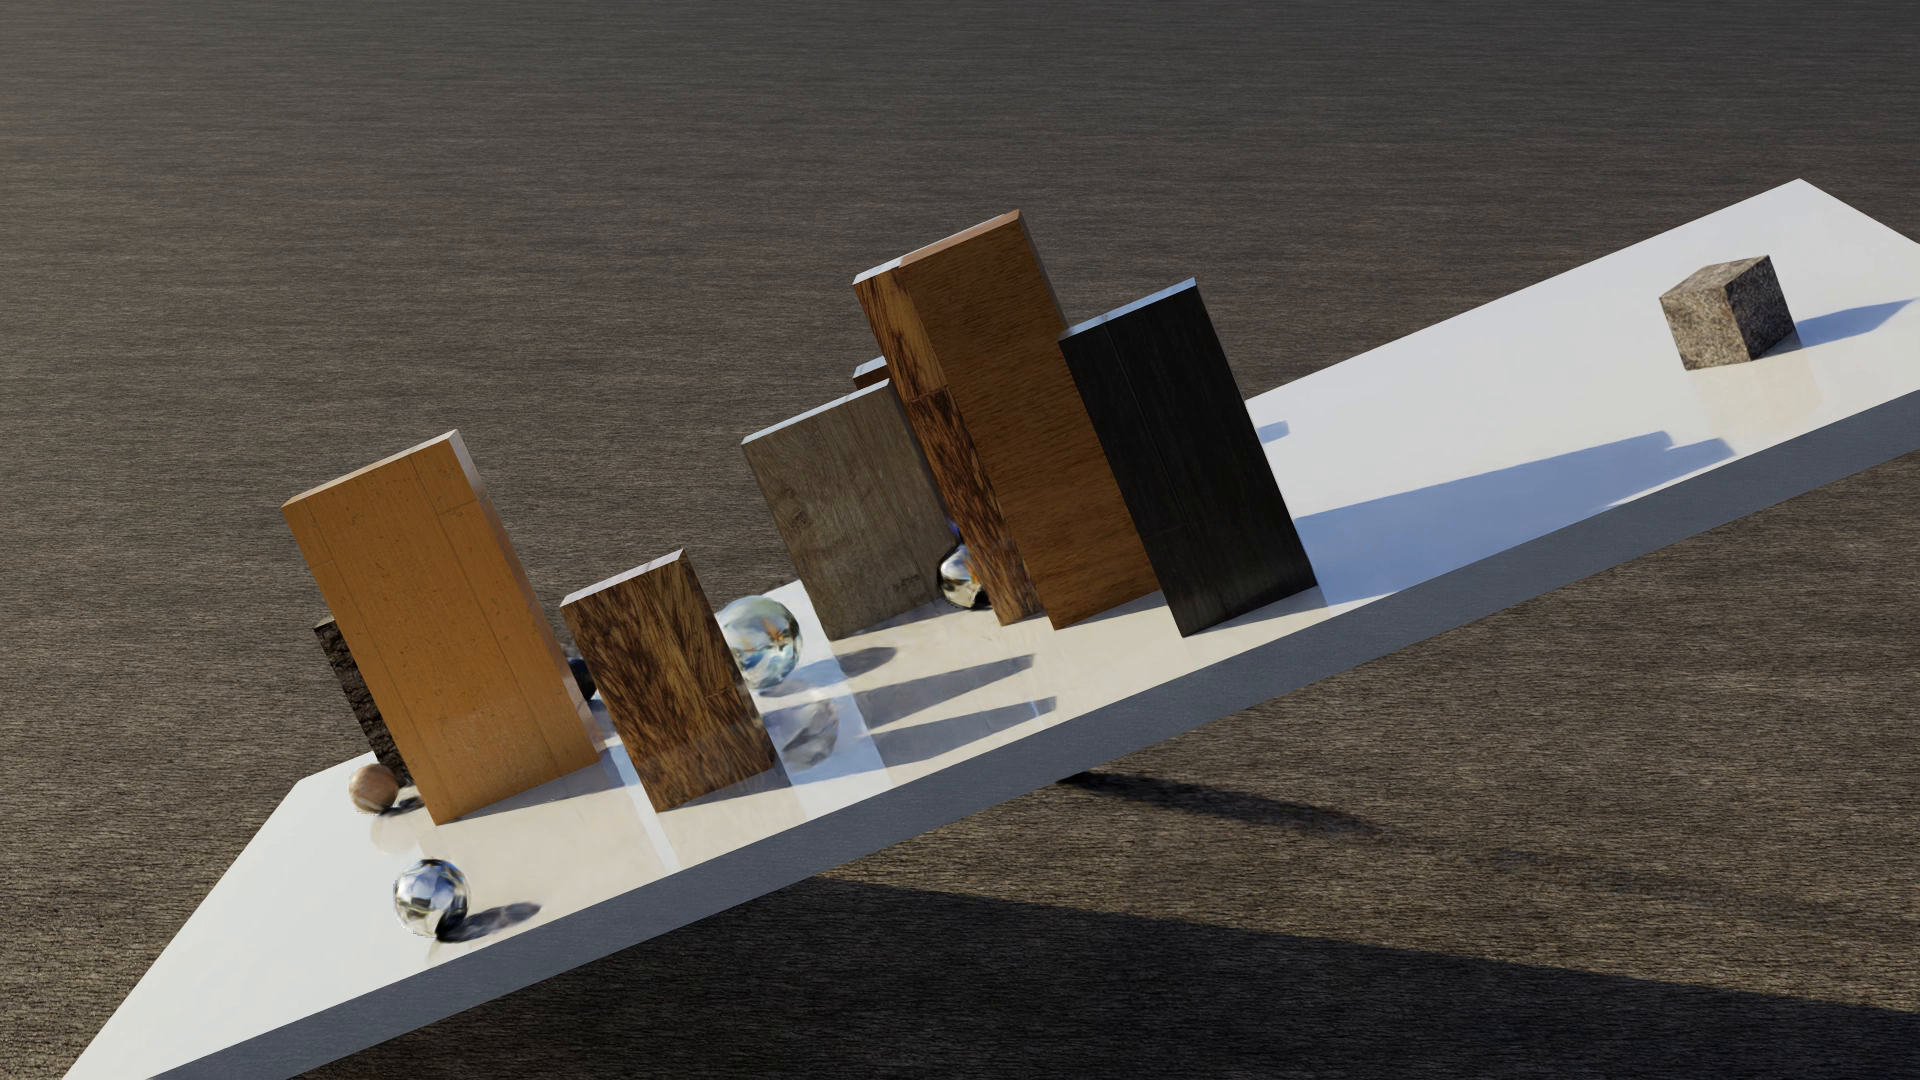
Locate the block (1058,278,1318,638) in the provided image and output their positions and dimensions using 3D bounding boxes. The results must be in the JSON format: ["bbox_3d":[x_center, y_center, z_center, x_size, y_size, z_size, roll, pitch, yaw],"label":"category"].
[{"bbox_3d":[0.422,-0.150,5.441,0.271,0.607,0.090,-22,12,8],"label":"block"}]

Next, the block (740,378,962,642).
[{"bbox_3d":[-0.224,-0.064,6.542,0.352,0.489,0.080,-22,12,8],"label":"block"}]

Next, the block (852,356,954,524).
[{"bbox_3d":[-0.015,-0.263,7.098,0.326,0.446,0.148,-22,12,8],"label":"block"}]

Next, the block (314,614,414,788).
[{"bbox_3d":[-1.226,0.309,6.940,0.437,0.431,0.093,-22,12,8],"label":"block"}]

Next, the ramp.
[{"bbox_3d":[0.128,0.172,6.287,4.000,0.100,2.000,-22,12,8],"label":"ramp"}]

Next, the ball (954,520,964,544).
[{"bbox_3d":[0.068,-0.032,6.627,0.167,0.167,0.167,0,14,0],"label":"ball"}]

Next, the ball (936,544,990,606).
[{"bbox_3d":[0.019,0.076,6.334,0.137,0.137,0.137,0,14,0],"label":"ball"}]

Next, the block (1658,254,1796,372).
[{"bbox_3d":[1.501,-0.444,5.755,0.159,0.159,0.159,-32,15,-34],"label":"block"}]

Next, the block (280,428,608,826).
[{"bbox_3d":[-1.118,0.195,6.404,0.401,0.780,0.095,-22,12,8],"label":"block"}]

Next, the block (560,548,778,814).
[{"bbox_3d":[-0.573,0.279,5.803,0.255,0.459,0.084,-22,12,8],"label":"block"}]

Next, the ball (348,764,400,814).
[{"bbox_3d":[-1.355,0.575,6.801,0.114,0.114,0.114,0,14,0],"label":"ball"}]

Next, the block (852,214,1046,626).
[{"bbox_3d":[0.088,-0.243,6.049,0.327,0.775,0.124,-22,12,8],"label":"block"}]

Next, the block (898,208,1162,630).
[{"bbox_3d":[0.154,-0.237,5.862,0.252,0.794,0.143,-22,12,8],"label":"block"}]

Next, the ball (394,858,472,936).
[{"bbox_3d":[-1.011,0.684,5.640,0.146,0.146,0.146,0,14,0],"label":"ball"}]

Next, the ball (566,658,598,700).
[{"bbox_3d":[-0.917,0.335,7.015,0.111,0.111,0.111,0,14,0],"label":"ball"}]

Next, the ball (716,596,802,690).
[{"bbox_3d":[-0.446,0.223,6.402,0.206,0.206,0.206,0,14,0],"label":"ball"}]
